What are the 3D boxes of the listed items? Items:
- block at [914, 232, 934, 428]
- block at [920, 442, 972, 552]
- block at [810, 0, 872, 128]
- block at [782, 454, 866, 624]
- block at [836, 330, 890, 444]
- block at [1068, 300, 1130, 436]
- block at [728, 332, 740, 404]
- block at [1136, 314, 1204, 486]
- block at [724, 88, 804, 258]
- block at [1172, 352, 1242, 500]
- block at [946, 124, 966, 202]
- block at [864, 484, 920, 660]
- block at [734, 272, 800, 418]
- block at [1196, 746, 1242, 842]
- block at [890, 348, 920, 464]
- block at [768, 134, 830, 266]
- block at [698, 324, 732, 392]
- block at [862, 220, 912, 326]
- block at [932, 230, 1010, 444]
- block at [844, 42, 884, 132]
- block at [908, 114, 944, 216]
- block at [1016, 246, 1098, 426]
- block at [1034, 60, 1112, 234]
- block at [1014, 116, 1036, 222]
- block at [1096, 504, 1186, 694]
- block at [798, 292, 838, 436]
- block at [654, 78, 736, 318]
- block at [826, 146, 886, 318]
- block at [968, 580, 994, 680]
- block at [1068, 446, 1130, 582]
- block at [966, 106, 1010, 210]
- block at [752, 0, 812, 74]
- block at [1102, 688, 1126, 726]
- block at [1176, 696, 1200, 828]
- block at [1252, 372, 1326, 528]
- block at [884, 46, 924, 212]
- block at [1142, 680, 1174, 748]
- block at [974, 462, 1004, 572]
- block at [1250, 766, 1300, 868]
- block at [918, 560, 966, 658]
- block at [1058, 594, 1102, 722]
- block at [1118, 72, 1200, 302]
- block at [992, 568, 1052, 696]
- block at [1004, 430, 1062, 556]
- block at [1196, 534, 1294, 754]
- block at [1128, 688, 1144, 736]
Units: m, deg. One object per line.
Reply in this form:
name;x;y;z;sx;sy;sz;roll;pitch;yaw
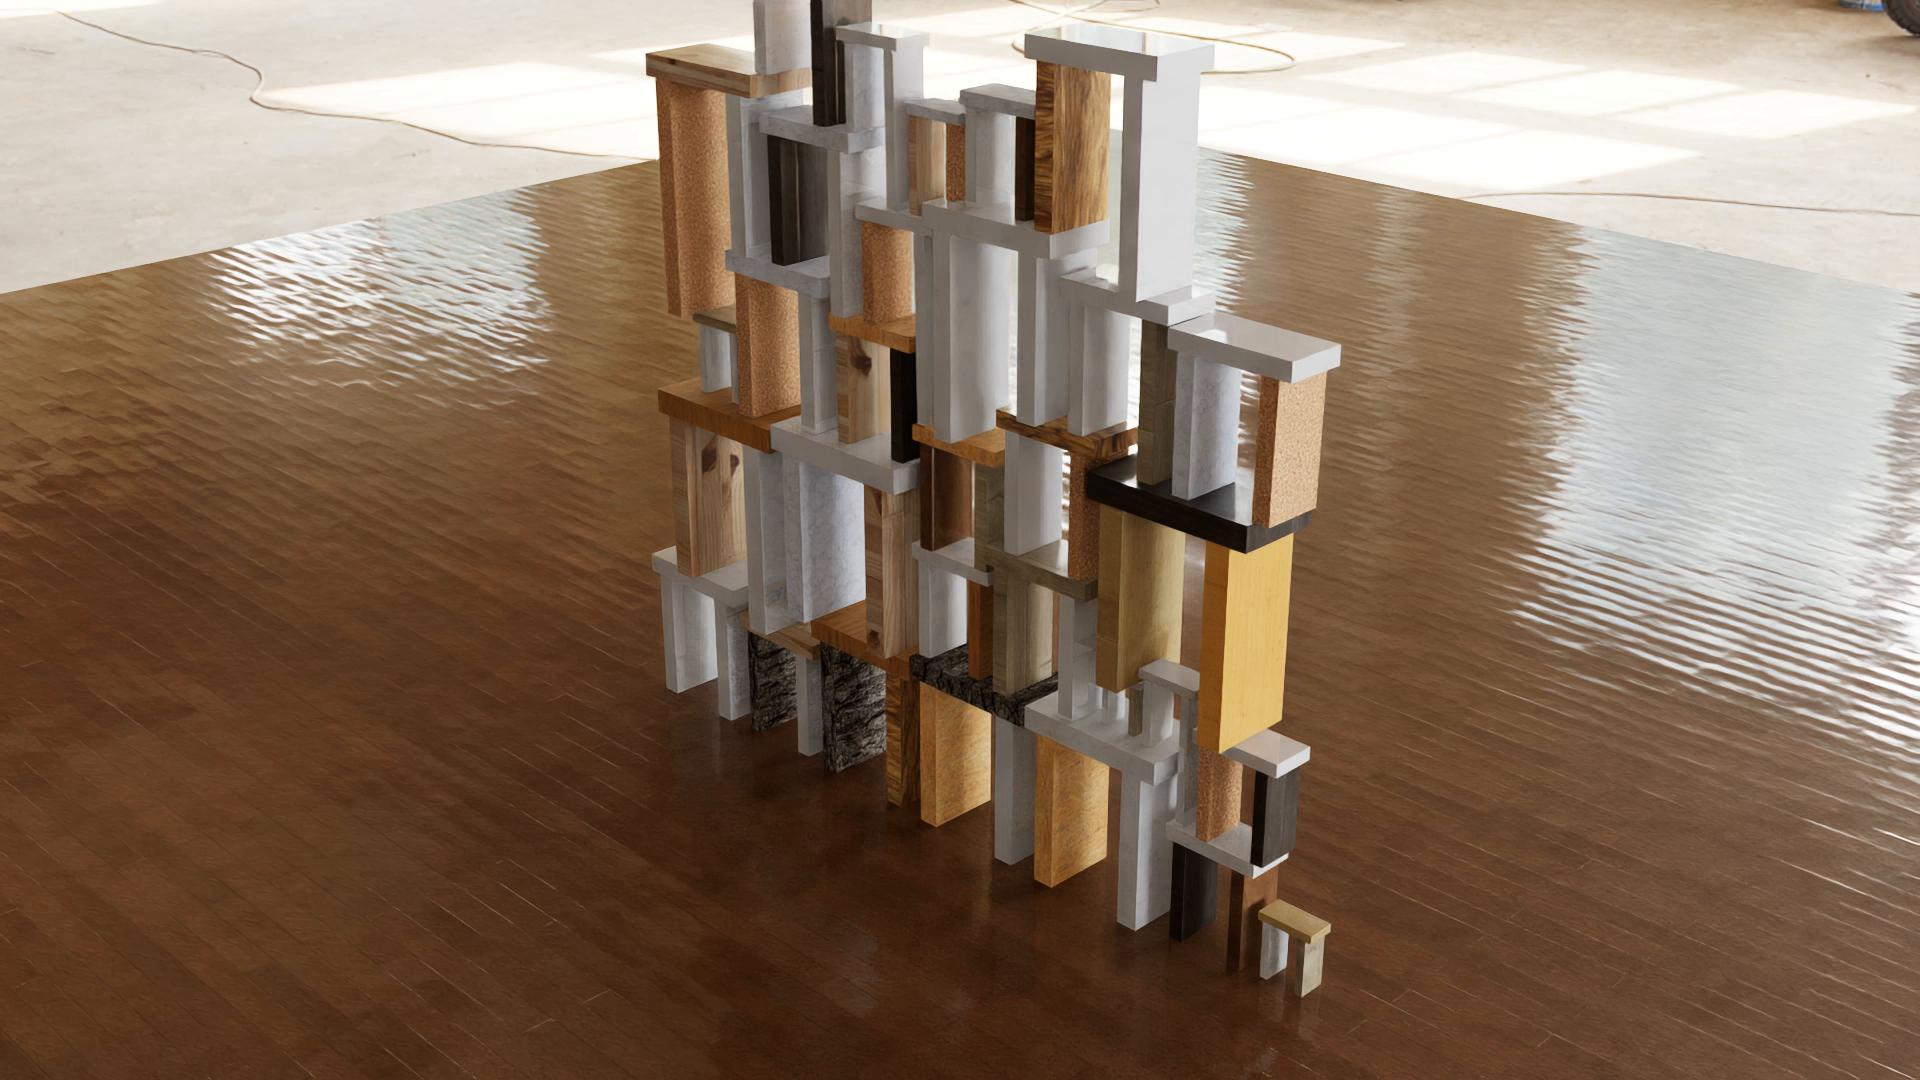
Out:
block;-0.038;-0.399;4.095;0.028;0.368;0.099;20;30;40
block;-0.027;-0.096;4.208;0.031;0.216;0.108;21;31;40
block;-0.219;-0.934;4.073;0.122;0.318;0.034;-21;31;-40
block;-0.273;-0.027;4.504;0.051;0.359;0.180;21;31;41
block;-0.187;-0.310;4.294;0.112;0.225;0.032;-21;31;-40
block;0.243;-0.313;3.833;0.034;0.242;0.121;21;31;41
block;-0.439;-0.363;4.548;0.075;0.150;0.021;-21;31;-41
block;0.357;-0.247;3.737;0.121;0.288;0.034;-21;31;-41
block;-0.379;-0.728;4.326;0.159;0.319;0.045;-21;31;-41
block;0.414;-0.205;3.682;0.127;0.254;0.036;-21;31;-41
block;0.007;-0.677;3.917;0.070;0.140;0.020;-21;31;-40
block;-0.104;0.039;4.348;0.180;0.359;0.051;-21;31;-41
block;-0.384;-0.409;4.468;0.143;0.299;0.040;-21;31;-41
block;0.462;0.436;3.909;0.026;0.185;0.093;21;31;40
block;-0.081;-0.269;4.196;0.113;0.225;0.032;-21;31;-41
block;-0.310;-0.670;4.272;0.126;0.253;0.036;-21;31;-41
block;-0.510;-0.390;4.613;0.075;0.150;0.021;-21;31;-40
block;-0.138;-0.513;4.147;0.028;0.199;0.099;21;31;40
block;0.022;-0.386;4.029;0.044;0.396;0.155;21;31;40
block;-0.174;-0.841;4.051;0.023;0.163;0.081;21;31;40
block;-0.060;-0.685;3.992;0.070;0.183;0.020;-21;31;-40
block;0.170;-0.369;3.879;0.155;0.310;0.044;-21;31;-41
block;0.191;-0.674;3.721;0.041;0.288;0.144;21;31;40
block;0.135;-0.648;3.798;0.025;0.179;0.090;21;31;40
block;0.322;0.080;3.913;0.050;0.351;0.175;21;31;41
block;-0.249;-0.363;4.342;0.143;0.285;0.040;-21;31;-40
block;-0.533;-0.709;4.496;0.045;0.486;0.159;21;31;41
block;-0.190;-0.592;4.176;0.126;0.322;0.036;-21;31;-40
block;0.063;0.159;4.219;0.029;0.203;0.102;22;31;40
block;0.247;-0.057;3.932;0.119;0.238;0.034;-21;31;-40
block;0.049;-0.681;3.875;0.025;0.179;0.090;21;31;40
block;-0.335;-1.013;4.163;0.034;0.243;0.122;22;31;40
block;0.282;0.286;4.035;0.049;0.097;0.014;-21;31;-41
block;0.417;0.387;3.928;0.018;0.261;0.064;21;31;41
block;0.535;-0.158;3.572;0.127;0.254;0.036;-21;32;-41
block;-0.101;-0.751;4.006;0.023;0.293;0.081;18;29;38
block;0.357;0.302;3.958;0.018;0.129;0.064;21;31;41
block;0.076;-0.056;4.114;0.031;0.216;0.108;22;31;40
block;0.549;0.470;3.829;0.093;0.185;0.026;-21;31;-40
block;-0.034;0.121;4.307;0.029;0.203;0.102;22;31;40
block;0.237;0.199;4.046;0.035;0.250;0.125;21;31;41
block;0.327;-0.586;3.612;0.144;0.365;0.041;-21;31;-41
block;0.119;0.156;4.156;0.035;0.257;0.125;21;31;41
block;0.135;-0.101;4.036;0.119;0.238;0.034;-21;31;-41
block;0.488;0.159;3.767;0.050;0.383;0.176;21;31;40
block;0.328;0.304;3.993;0.014;0.097;0.049;21;31;41
